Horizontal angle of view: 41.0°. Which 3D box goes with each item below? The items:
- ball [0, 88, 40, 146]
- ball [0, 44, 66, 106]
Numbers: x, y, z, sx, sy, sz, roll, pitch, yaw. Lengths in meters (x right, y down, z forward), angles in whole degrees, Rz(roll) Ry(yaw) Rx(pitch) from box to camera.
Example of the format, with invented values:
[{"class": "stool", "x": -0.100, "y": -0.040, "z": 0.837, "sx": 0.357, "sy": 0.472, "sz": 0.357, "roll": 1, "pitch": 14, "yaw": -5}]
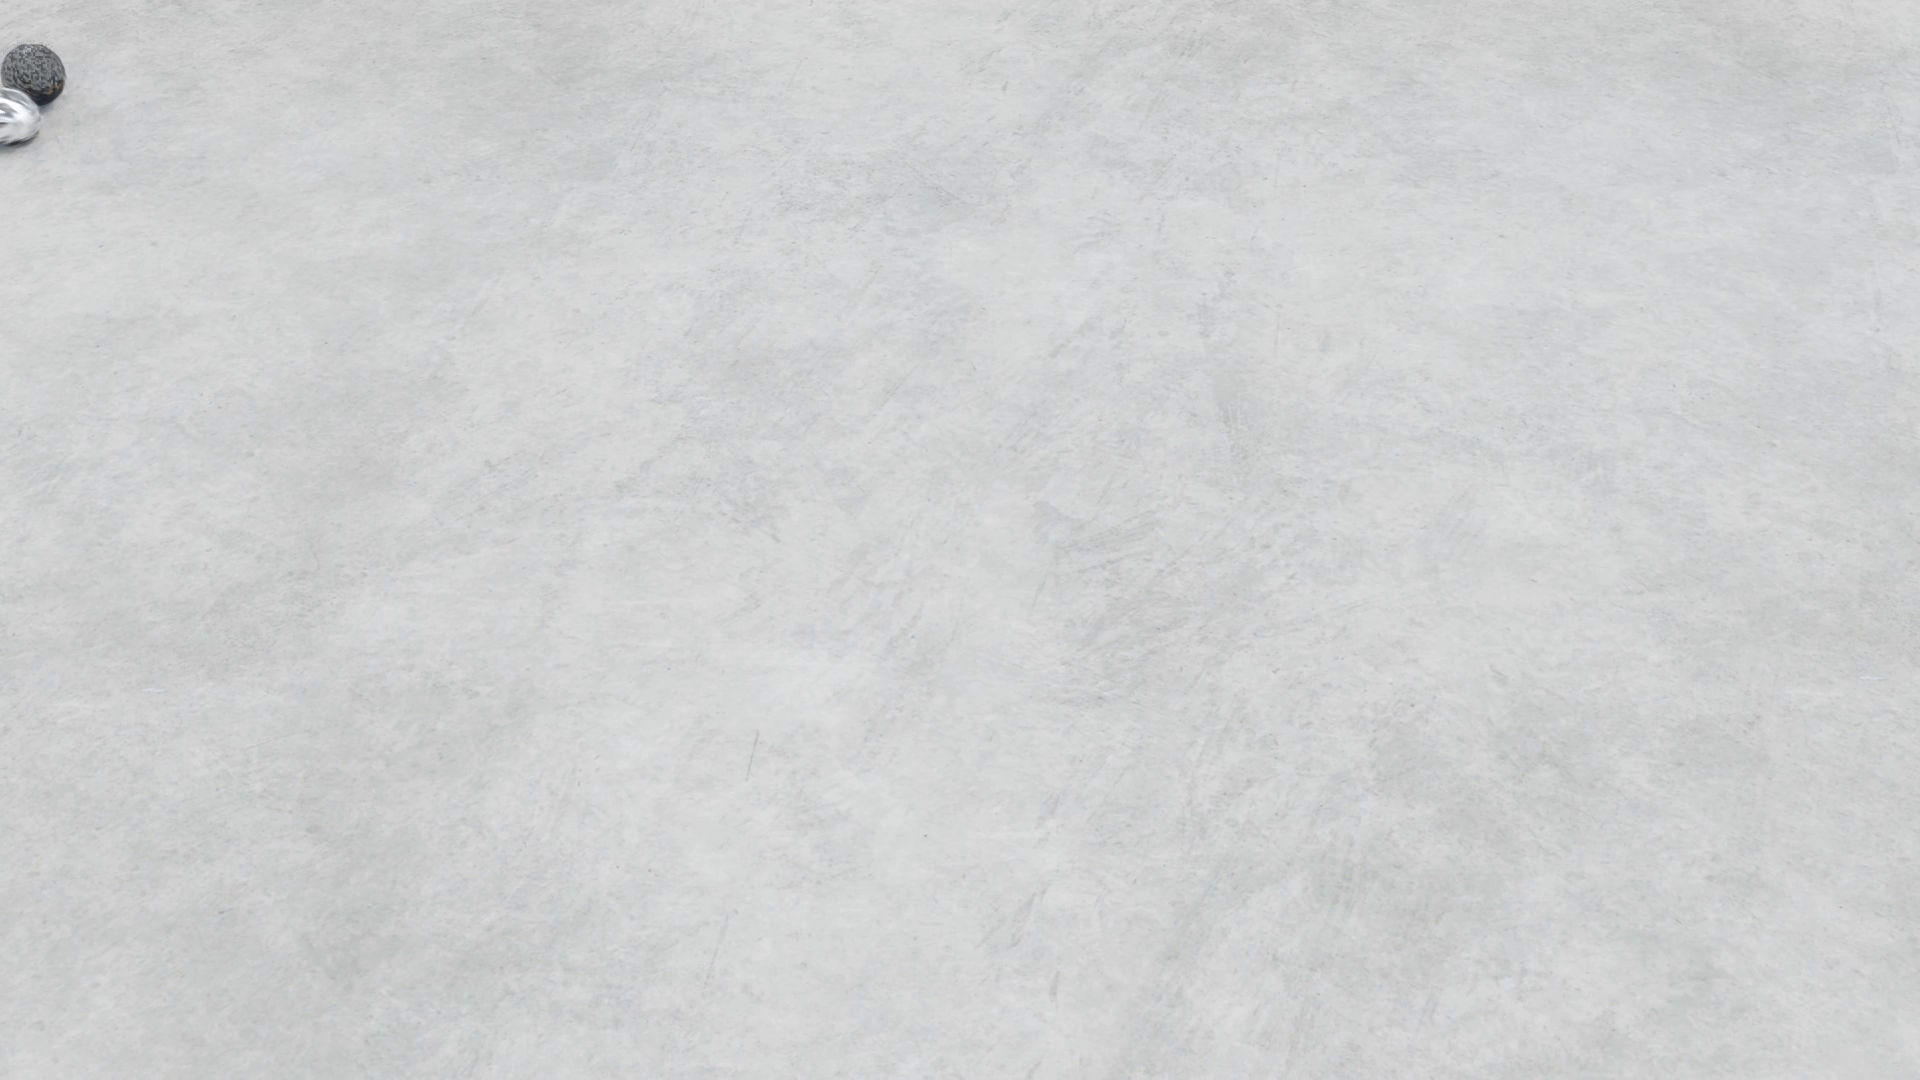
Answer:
[{"class": "ball", "x": -0.746, "y": -0.332, "z": 2.014, "sx": 0.045, "sy": 0.045, "sz": 0.045, "roll": 0, "pitch": 37, "yaw": 0}, {"class": "ball", "x": -0.746, "y": -0.375, "z": 2.066, "sx": 0.050, "sy": 0.050, "sz": 0.050, "roll": 0, "pitch": 37, "yaw": 0}]
